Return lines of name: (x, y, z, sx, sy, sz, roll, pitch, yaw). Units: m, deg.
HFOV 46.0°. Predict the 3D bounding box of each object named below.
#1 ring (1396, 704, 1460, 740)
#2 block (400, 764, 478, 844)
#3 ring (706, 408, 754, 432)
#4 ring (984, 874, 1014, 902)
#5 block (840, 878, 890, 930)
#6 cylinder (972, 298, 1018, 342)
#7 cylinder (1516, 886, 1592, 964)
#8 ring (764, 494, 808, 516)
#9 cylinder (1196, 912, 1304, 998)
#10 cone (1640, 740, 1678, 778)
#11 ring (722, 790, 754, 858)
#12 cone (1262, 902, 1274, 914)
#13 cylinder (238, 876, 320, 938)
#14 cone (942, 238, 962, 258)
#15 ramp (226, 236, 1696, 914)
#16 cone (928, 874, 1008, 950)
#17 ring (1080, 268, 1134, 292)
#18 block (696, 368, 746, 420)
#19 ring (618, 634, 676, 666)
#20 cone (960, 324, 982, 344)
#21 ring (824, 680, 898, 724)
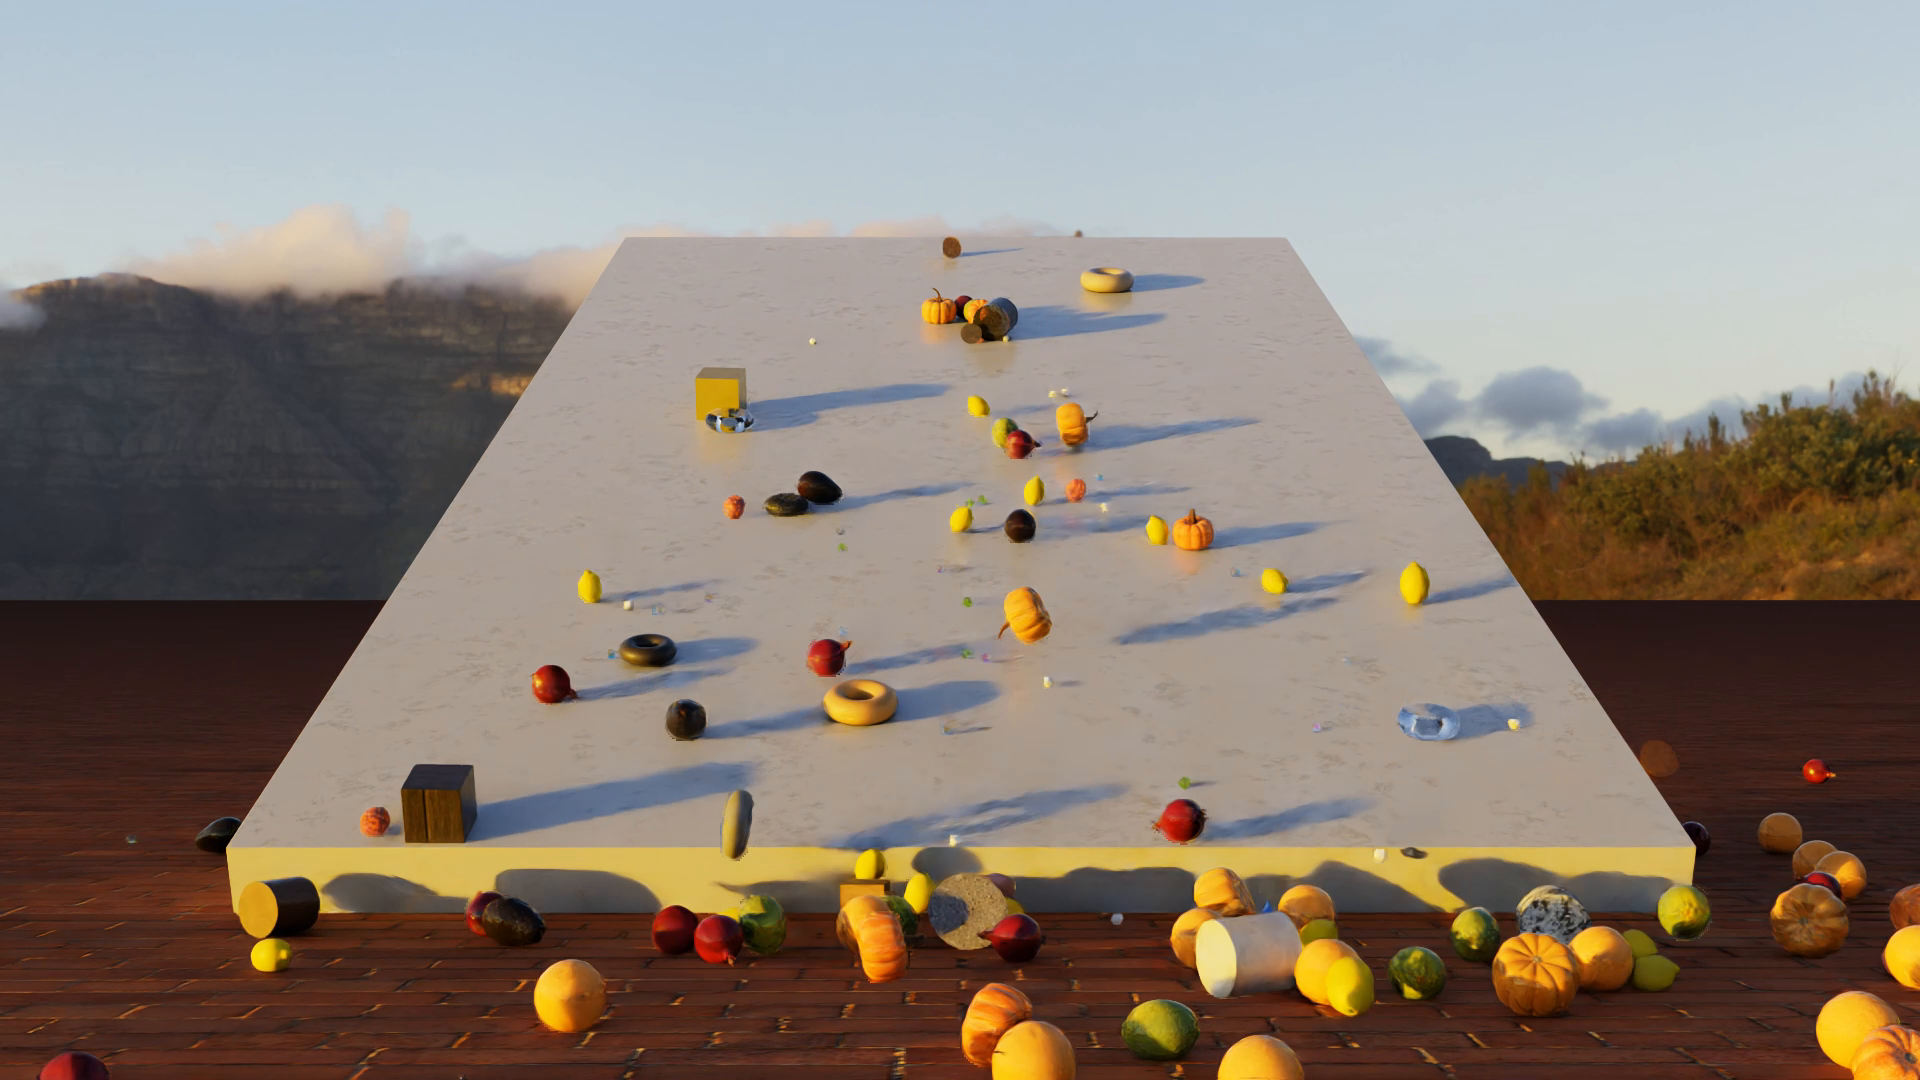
ring: (0.710, 0.276, 3.430, 0.097, 0.032, 0.097, 1, 19, 0)
block: (-0.716, 0.362, 3.107, 0.081, 0.081, 0.081, 0, 20, 1)
ring: (-0.504, -0.262, 4.937, 0.106, 0.035, 0.106, 3, 21, -1)
ring: (0.017, 0.475, 2.982, 0.116, 0.039, 0.116, -20, -18, -7)
block: (-0.125, 0.481, 2.987, 0.058, 0.058, 0.058, 0, -1, 7)
cylinder: (0.090, -0.556, 5.687, 0.091, 0.091, 0.091, 0, 18, 20)
cylinder: (0.713, 0.462, 2.714, 0.083, 0.083, 0.083, 0, -1, 10)
ring: (-0.339, -0.068, 4.402, 0.086, 0.029, 0.086, 1, 17, 0)
cylinder: (0.315, 0.453, 2.467, 0.085, 0.085, 0.085, -2, 0, -25)
cone: (1.668, 0.547, 5.463, 0.096, 0.096, 0.096, 0, -28, -14)
ring: (-0.295, 0.376, 2.992, 0.031, 0.092, 0.092, 8, -1, 1)
cone: (0.381, 0.475, 2.798, 0.060, 0.060, 0.060, 0, -1, 0)
cylinder: (-0.877, 0.472, 2.911, 0.071, 0.071, 0.071, -1, -2, 30)
cone: (-0.038, -0.845, 6.596, 0.062, 0.062, 0.062, 1, -10, -28)
ramp: (-0.005, -0.202, 4.974, 2.000, 0.100, 4.000, 0, 20, 0)
cone: (0.004, 0.484, 2.847, 0.099, 0.099, 0.099, 0, -28, -8)
ring: (0.404, -0.713, 6.196, 0.148, 0.049, 0.148, 1, 18, 0)
block: (-0.531, -0.325, 5.025, 0.096, 0.096, 0.096, 2, 20, 5)
ring: (-0.511, 0.180, 3.697, 0.094, 0.031, 0.094, 1, 18, 0)
cone: (0.029, -0.512, 5.664, 0.053, 0.053, 0.053, 0, -7, 2)
ring: (-0.154, 0.250, 3.489, 0.116, 0.039, 0.116, 1, 21, 0)
